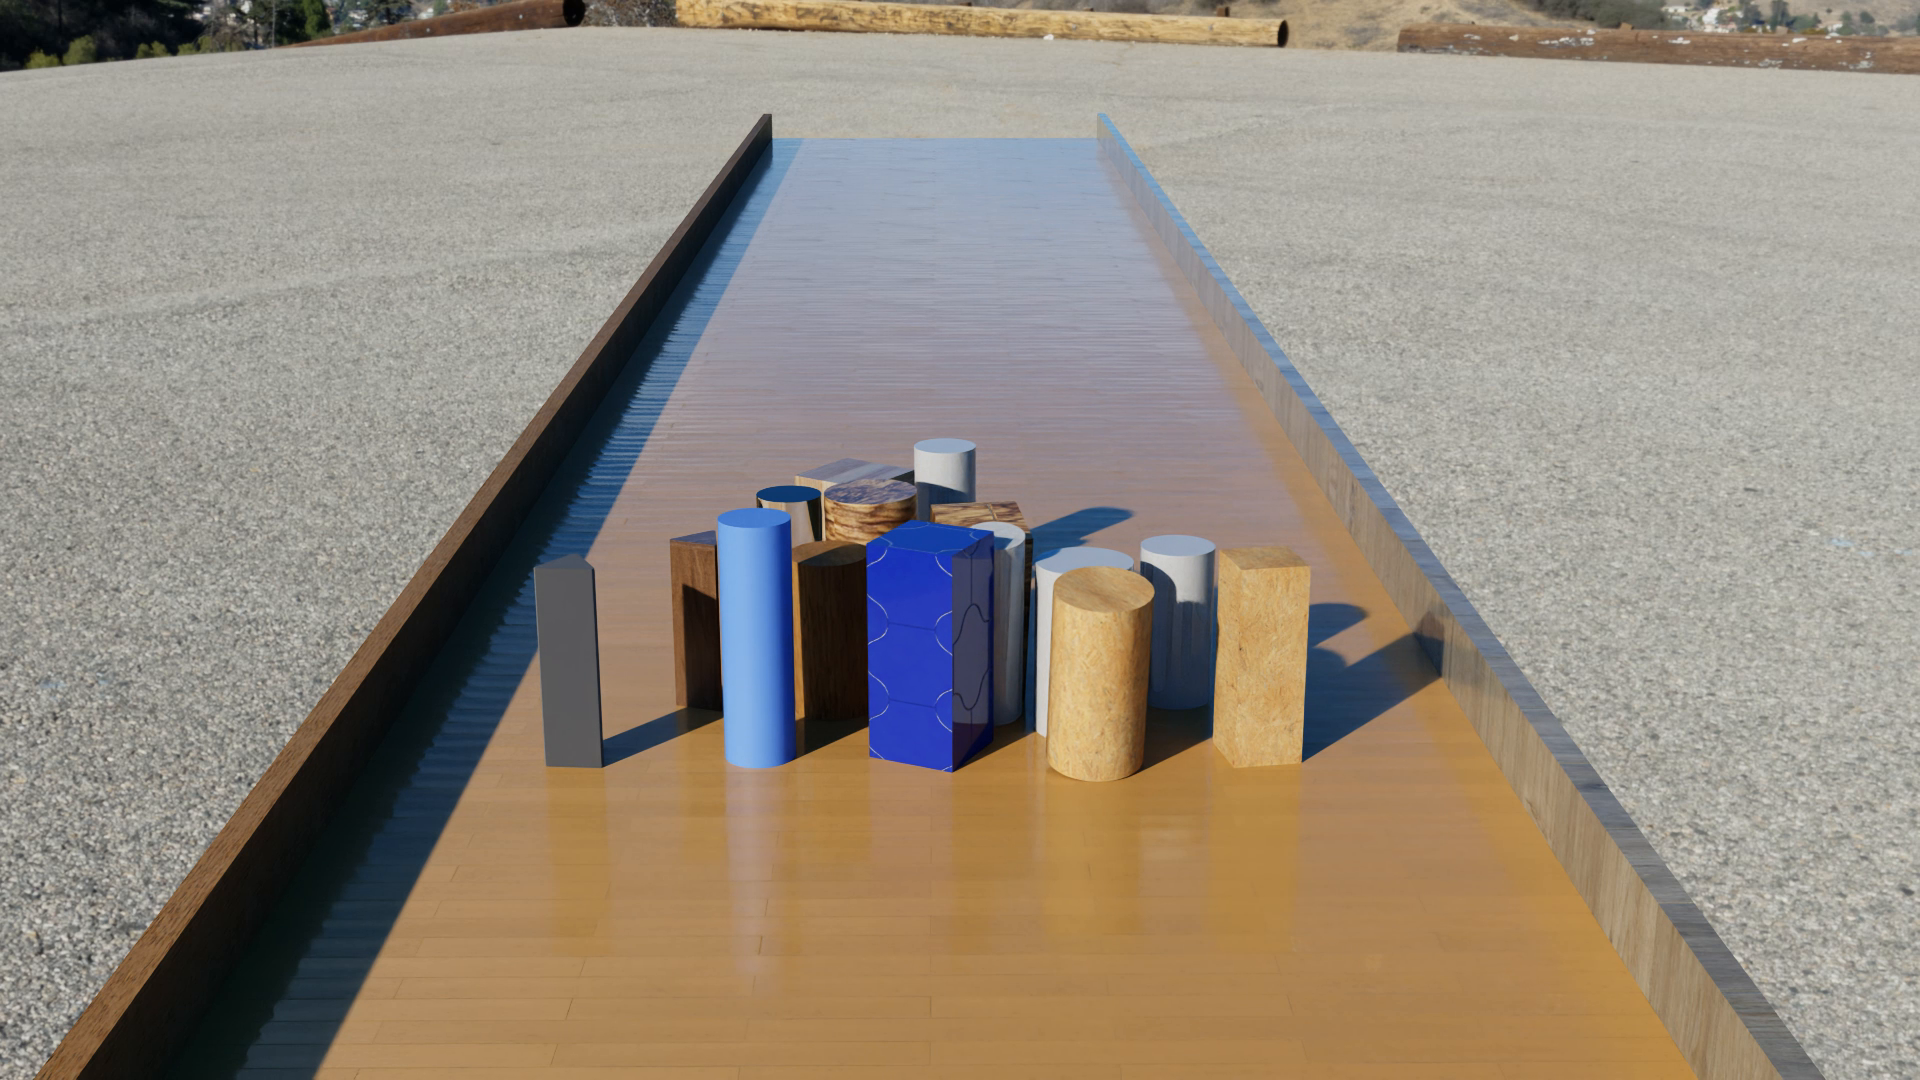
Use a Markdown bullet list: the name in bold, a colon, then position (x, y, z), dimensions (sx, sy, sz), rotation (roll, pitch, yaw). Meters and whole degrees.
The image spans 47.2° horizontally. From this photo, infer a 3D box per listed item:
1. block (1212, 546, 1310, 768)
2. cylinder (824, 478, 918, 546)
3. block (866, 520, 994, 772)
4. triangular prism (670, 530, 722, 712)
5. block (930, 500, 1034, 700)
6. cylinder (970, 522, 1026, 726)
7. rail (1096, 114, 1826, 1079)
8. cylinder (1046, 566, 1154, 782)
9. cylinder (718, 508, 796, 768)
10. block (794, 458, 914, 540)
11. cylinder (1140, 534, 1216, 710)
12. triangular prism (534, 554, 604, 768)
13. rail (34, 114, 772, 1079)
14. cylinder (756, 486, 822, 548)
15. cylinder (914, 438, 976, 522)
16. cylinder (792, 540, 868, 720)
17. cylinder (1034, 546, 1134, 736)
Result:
- **block**: position (0.532, 0.206, 3.893), dimensions (0.125, 0.366, 0.125), rotation (-3, 17, -11)
- **cylinder**: position (-0.167, 0.087, 4.265), dimensions (0.179, 0.377, 0.179), rotation (-1, 17, 0)
- **block**: position (-0.051, 0.186, 3.904), dimensions (0.166, 0.397, 0.166), rotation (8, 19, 25)
- **triangular prism**: position (-0.479, 0.150, 4.149), dimensions (0.097, 0.327, 0.084), rotation (6, 18, 21)
- **block**: position (0.034, 0.120, 4.178), dimensions (0.164, 0.345, 0.164), rotation (-3, 27, -10)
- **cylinder**: position (0.062, 0.155, 4.032), dimensions (0.110, 0.369, 0.110), rotation (0, 28, 0)
- **rail**: position (0.932, -0.844, 7.801), dimensions (0.050, 0.150, 12.000), rotation (0, 17, -1)
- **cylinder**: position (0.242, 0.233, 3.820), dimensions (0.173, 0.332, 0.173), rotation (1, 26, -1)
- **cylinder**: position (-0.356, 0.173, 3.872), dimensions (0.127, 0.441, 0.127), rotation (0, 17, 0)
- **block**: position (-0.220, 0.008, 4.652), dimensions (0.180, 0.312, 0.180), rotation (11, 20, 33)
- **cylinder**: position (0.409, 0.155, 4.174), dimensions (0.141, 0.302, 0.141), rotation (0, 17, 0)
- **triangular prism**: position (-0.678, 0.212, 3.871), dimensions (0.104, 0.367, 0.090), rotation (1, 17, 3)
- **rail**: position (-1.118, -0.838, 7.780), dimensions (0.050, 0.150, 12.000), rotation (0, 17, -1)
- **cylinder**: position (-0.336, 0.075, 4.368), dimensions (0.128, 0.345, 0.128), rotation (0, 17, 0)
- **cylinder**: position (-0.033, -0.064, 4.913), dimensions (0.138, 0.302, 0.138), rotation (0, 17, 0)
- **cylinder**: position (-0.240, 0.169, 4.118), dimensions (0.152, 0.304, 0.152), rotation (-1, 18, 0)
- **cylinder**: position (0.225, 0.191, 4.025), dimensions (0.179, 0.319, 0.179), rotation (0, 17, 0)
